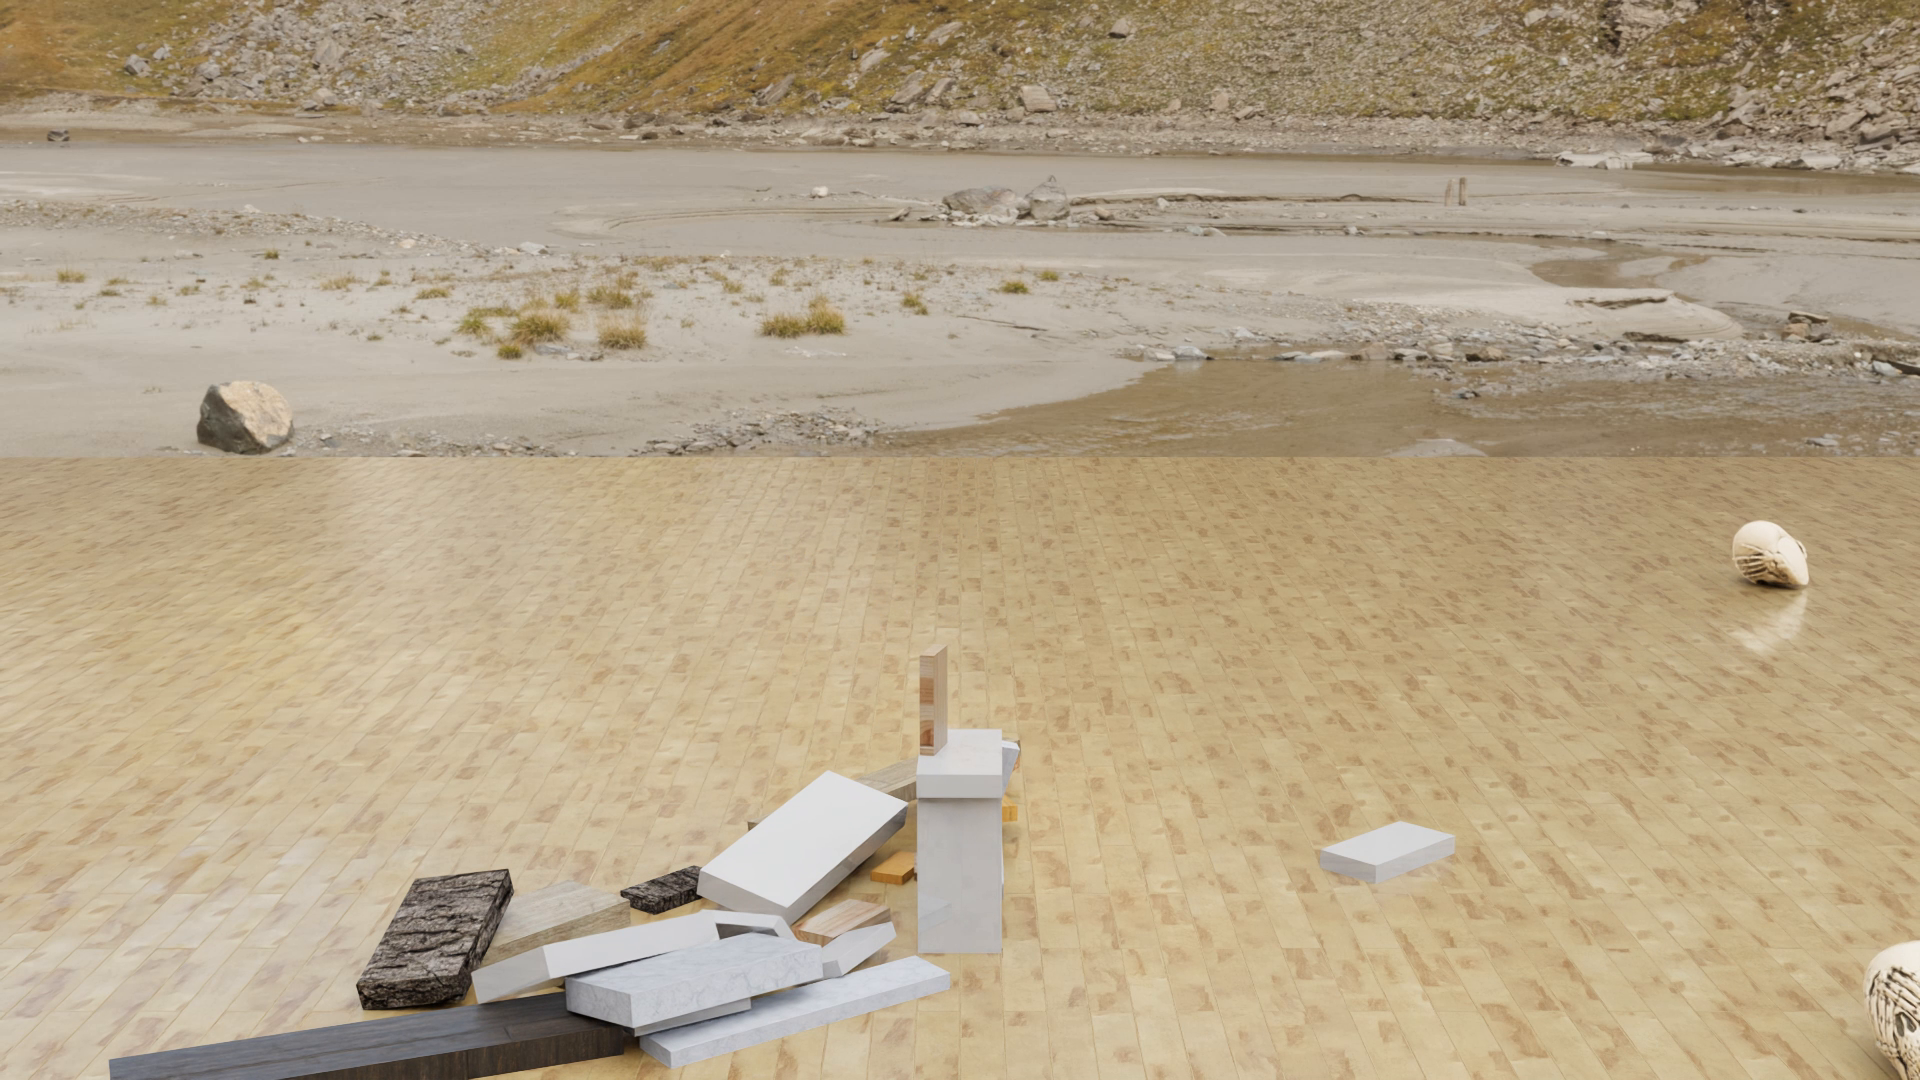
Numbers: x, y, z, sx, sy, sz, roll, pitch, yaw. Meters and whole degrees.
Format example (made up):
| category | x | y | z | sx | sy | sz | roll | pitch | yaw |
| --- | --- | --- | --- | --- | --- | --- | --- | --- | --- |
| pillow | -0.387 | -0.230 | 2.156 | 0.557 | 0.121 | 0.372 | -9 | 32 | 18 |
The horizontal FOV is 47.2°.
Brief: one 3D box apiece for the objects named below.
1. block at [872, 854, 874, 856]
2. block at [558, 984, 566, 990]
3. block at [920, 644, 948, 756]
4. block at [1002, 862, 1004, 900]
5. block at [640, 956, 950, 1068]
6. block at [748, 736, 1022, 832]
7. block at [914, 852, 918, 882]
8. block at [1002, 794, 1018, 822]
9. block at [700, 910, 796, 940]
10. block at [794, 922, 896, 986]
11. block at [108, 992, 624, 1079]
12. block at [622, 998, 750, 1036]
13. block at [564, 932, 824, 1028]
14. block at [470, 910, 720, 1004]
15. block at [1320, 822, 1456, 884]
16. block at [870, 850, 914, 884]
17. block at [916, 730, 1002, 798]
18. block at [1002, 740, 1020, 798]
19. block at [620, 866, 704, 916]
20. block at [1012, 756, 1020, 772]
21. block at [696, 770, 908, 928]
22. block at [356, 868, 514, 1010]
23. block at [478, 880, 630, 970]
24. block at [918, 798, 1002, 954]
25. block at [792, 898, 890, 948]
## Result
| category | x | y | z | sx | sy | sz | roll | pitch | yaw |
| --- | --- | --- | --- | --- | --- | --- | --- | --- | --- |
| block | -0.269 | 0.547 | 3.810 | 0.117 | 0.033 | 0.233 | 8 | 13 | 38 |
| block | -0.557 | 0.639 | 3.338 | 0.083 | 0.023 | 0.166 | 9 | 14 | 39 |
| block | -0.041 | 0.250 | 3.441 | 0.023 | 0.159 | 0.080 | 3 | 11 | 15 |
| block | 0.016 | 0.528 | 3.705 | 0.109 | 0.031 | 0.218 | 1 | 26 | -1 |
| block | -0.230 | 0.673 | 3.154 | 0.472 | 0.025 | 0.088 | -8 | 13 | -36 |
| block | -0.127 | 0.454 | 4.038 | 0.117 | 0.033 | 0.607 | 4 | 14 | 42 |
| block | -0.017 | 0.540 | 3.626 | 0.117 | 0.017 | 0.058 | 1 | 26 | -1 |
| block | 0.029 | 0.478 | 4.009 | 0.100 | 0.028 | 0.200 | -3 | 8 | -14 |
| block | -0.318 | 0.600 | 3.323 | 0.166 | 0.083 | 0.023 | -3 | 38 | 38 |
| block | -0.176 | 0.626 | 3.329 | 0.088 | 0.025 | 0.176 | -18 | 2 | 27 |
| block | -0.795 | 0.698 | 2.970 | 0.656 | 0.043 | 0.151 | -4 | 11 | -22 |
| block | -0.394 | 0.660 | 3.101 | 0.176 | 0.025 | 0.088 | -7 | 4 | -30 |
| block | -0.374 | 0.619 | 3.113 | 0.327 | 0.046 | 0.163 | -6 | 3 | -42 |
| block | -0.524 | 0.602 | 3.182 | 0.163 | 0.046 | 0.327 | -25 | -14 | 36 |
| block | 0.746 | 0.543 | 3.832 | 0.233 | 0.033 | 0.117 | -10 | 14 | -43 |
| block | -0.102 | 0.562 | 3.773 | 0.058 | 0.017 | 0.117 | 4 | 11 | 22 |
| block | 0.001 | 0.348 | 3.448 | 0.130 | 0.037 | 0.259 | 0 | 10 | 1 |
| block | 0.028 | 0.424 | 3.631 | 0.080 | 0.207 | 0.023 | 12 | 20 | -18 |
| block | -0.474 | 0.581 | 3.654 | 0.083 | 0.023 | 0.166 | 9 | 14 | 39 |
| block | 0.034 | 0.443 | 4.231 | 0.100 | 0.028 | 0.200 | 4 | 11 | 22 |
| block | -0.257 | 0.515 | 3.691 | 0.163 | 0.046 | 0.422 | 20 | 25 | 20 |
| block | -0.784 | 0.597 | 3.307 | 0.151 | 0.043 | 0.302 | -7 | 21 | 6 |
| block | -0.682 | 0.608 | 3.452 | 0.151 | 0.043 | 0.302 | 9 | 14 | 39 |
| block | -0.001 | 0.509 | 3.395 | 0.130 | 0.259 | 0.037 | 0 | 12 | 0 |
| block | -0.188 | 0.611 | 3.495 | 0.080 | 0.023 | 0.159 | 6 | 12 | 31 |
